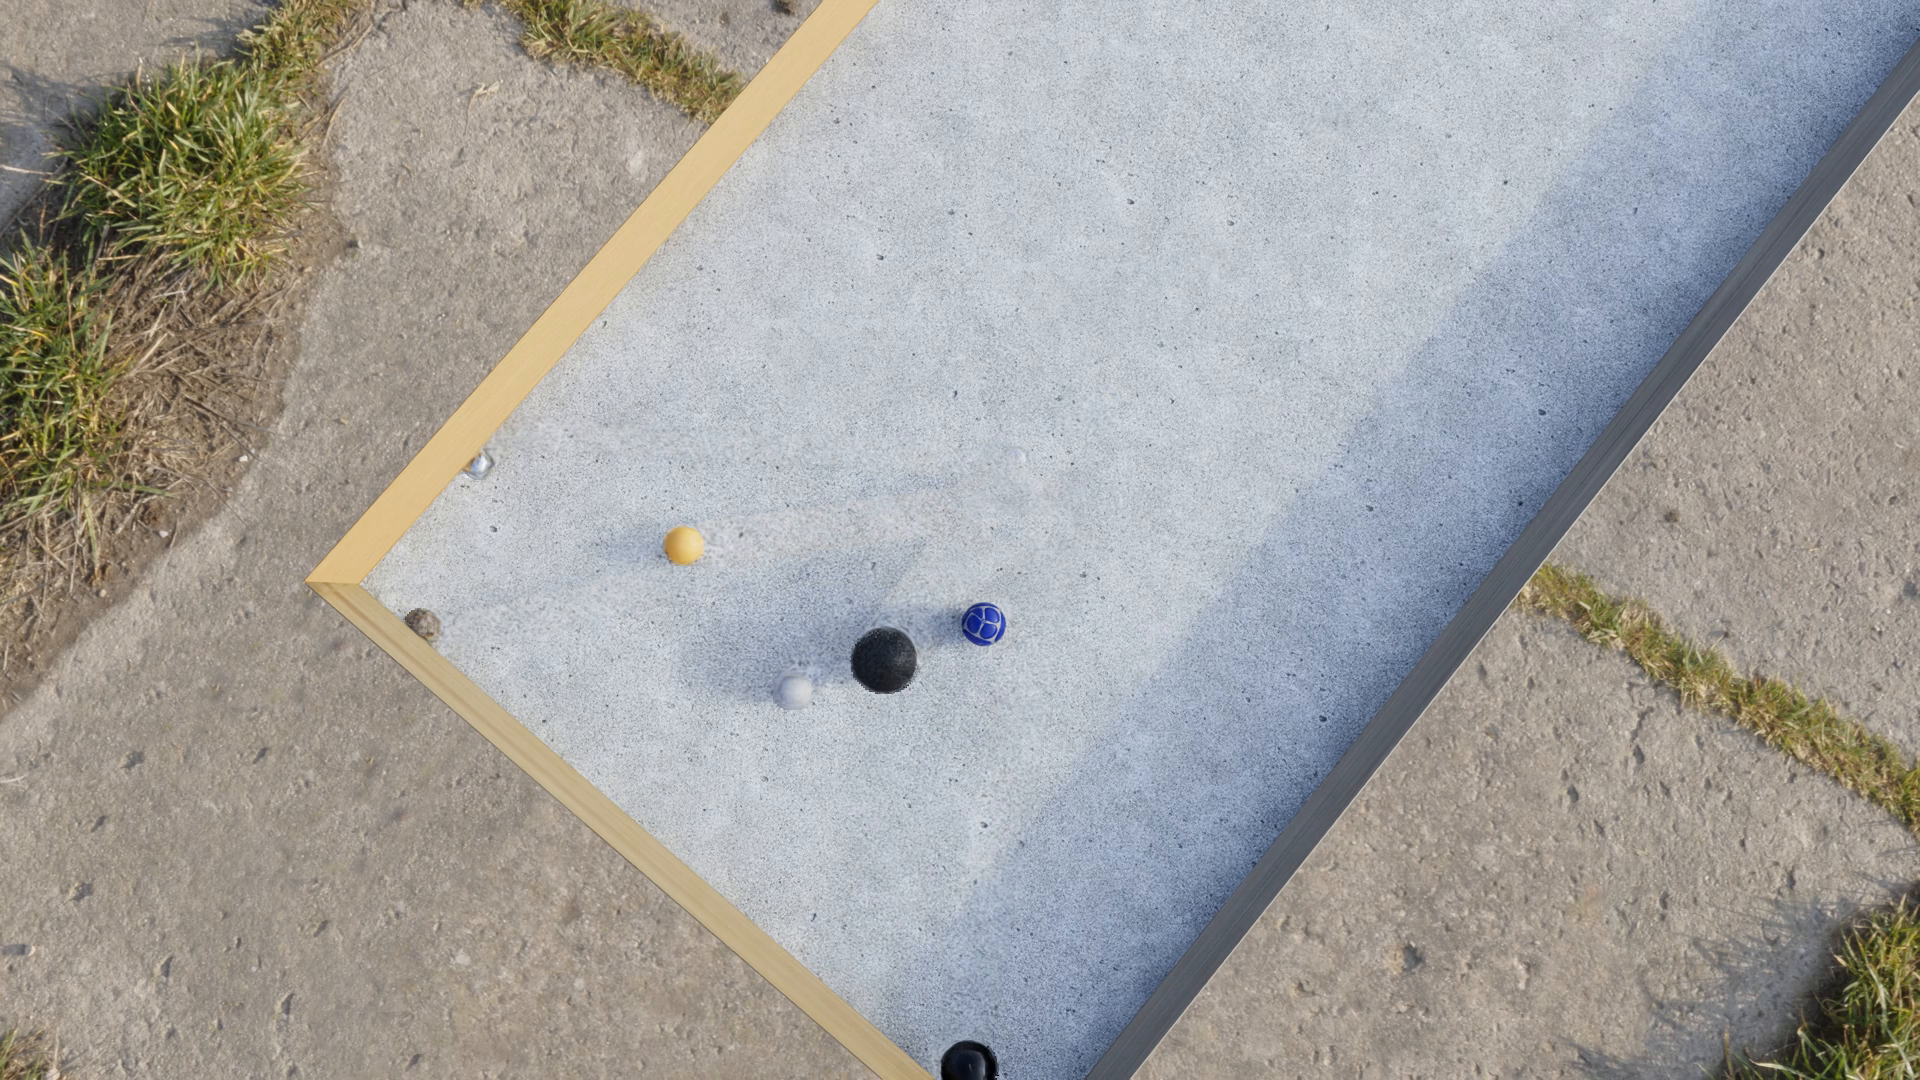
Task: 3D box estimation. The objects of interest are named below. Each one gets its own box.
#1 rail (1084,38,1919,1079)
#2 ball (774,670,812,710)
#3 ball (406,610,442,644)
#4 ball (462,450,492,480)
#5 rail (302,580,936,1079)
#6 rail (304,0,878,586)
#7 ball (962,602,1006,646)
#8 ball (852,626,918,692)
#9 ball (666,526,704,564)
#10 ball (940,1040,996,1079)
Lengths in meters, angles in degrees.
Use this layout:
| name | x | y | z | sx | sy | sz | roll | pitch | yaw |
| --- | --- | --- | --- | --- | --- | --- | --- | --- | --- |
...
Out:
| name | x | y | z | sx | sy | sz | roll | pitch | yaw |
| --- | --- | --- | --- | --- | --- | --- | --- | --- | --- |
| rail | 0.934 | -0.096 | 3.271 | 0.045 | 0.125 | 2.674 | 39 | 82 | 6 |
| ball | -0.247 | 0.221 | 3.251 | 0.057 | 0.057 | 0.057 | 0 | 80 | 0 |
| ball | -0.798 | 0.132 | 3.268 | 0.054 | 0.054 | 0.054 | 0 | 80 | 0 |
| ball | -0.728 | -0.114 | 3.315 | 0.045 | 0.045 | 0.045 | 0 | 80 | 0 |
| rail | -0.413 | 0.483 | 3.169 | 1.364 | 0.125 | 0.045 | 39 | 82 | 6 |
| rail | -0.078 | -0.926 | 3.416 | 0.045 | 0.125 | 2.674 | 39 | 82 | 6 |
| ball | 0.035 | 0.125 | 3.263 | 0.067 | 0.067 | 0.067 | 0 | 80 | 0 |
| ball | -0.111 | 0.176 | 3.239 | 0.096 | 0.096 | 0.096 | 0 | 80 | 0 |
| ball | -0.412 | 0.008 | 3.288 | 0.057 | 0.057 | 0.057 | 0 | 80 | 0 |
| ball | 0.012 | 0.757 | 3.145 | 0.081 | 0.081 | 0.081 | 0 | 80 | 0 |
